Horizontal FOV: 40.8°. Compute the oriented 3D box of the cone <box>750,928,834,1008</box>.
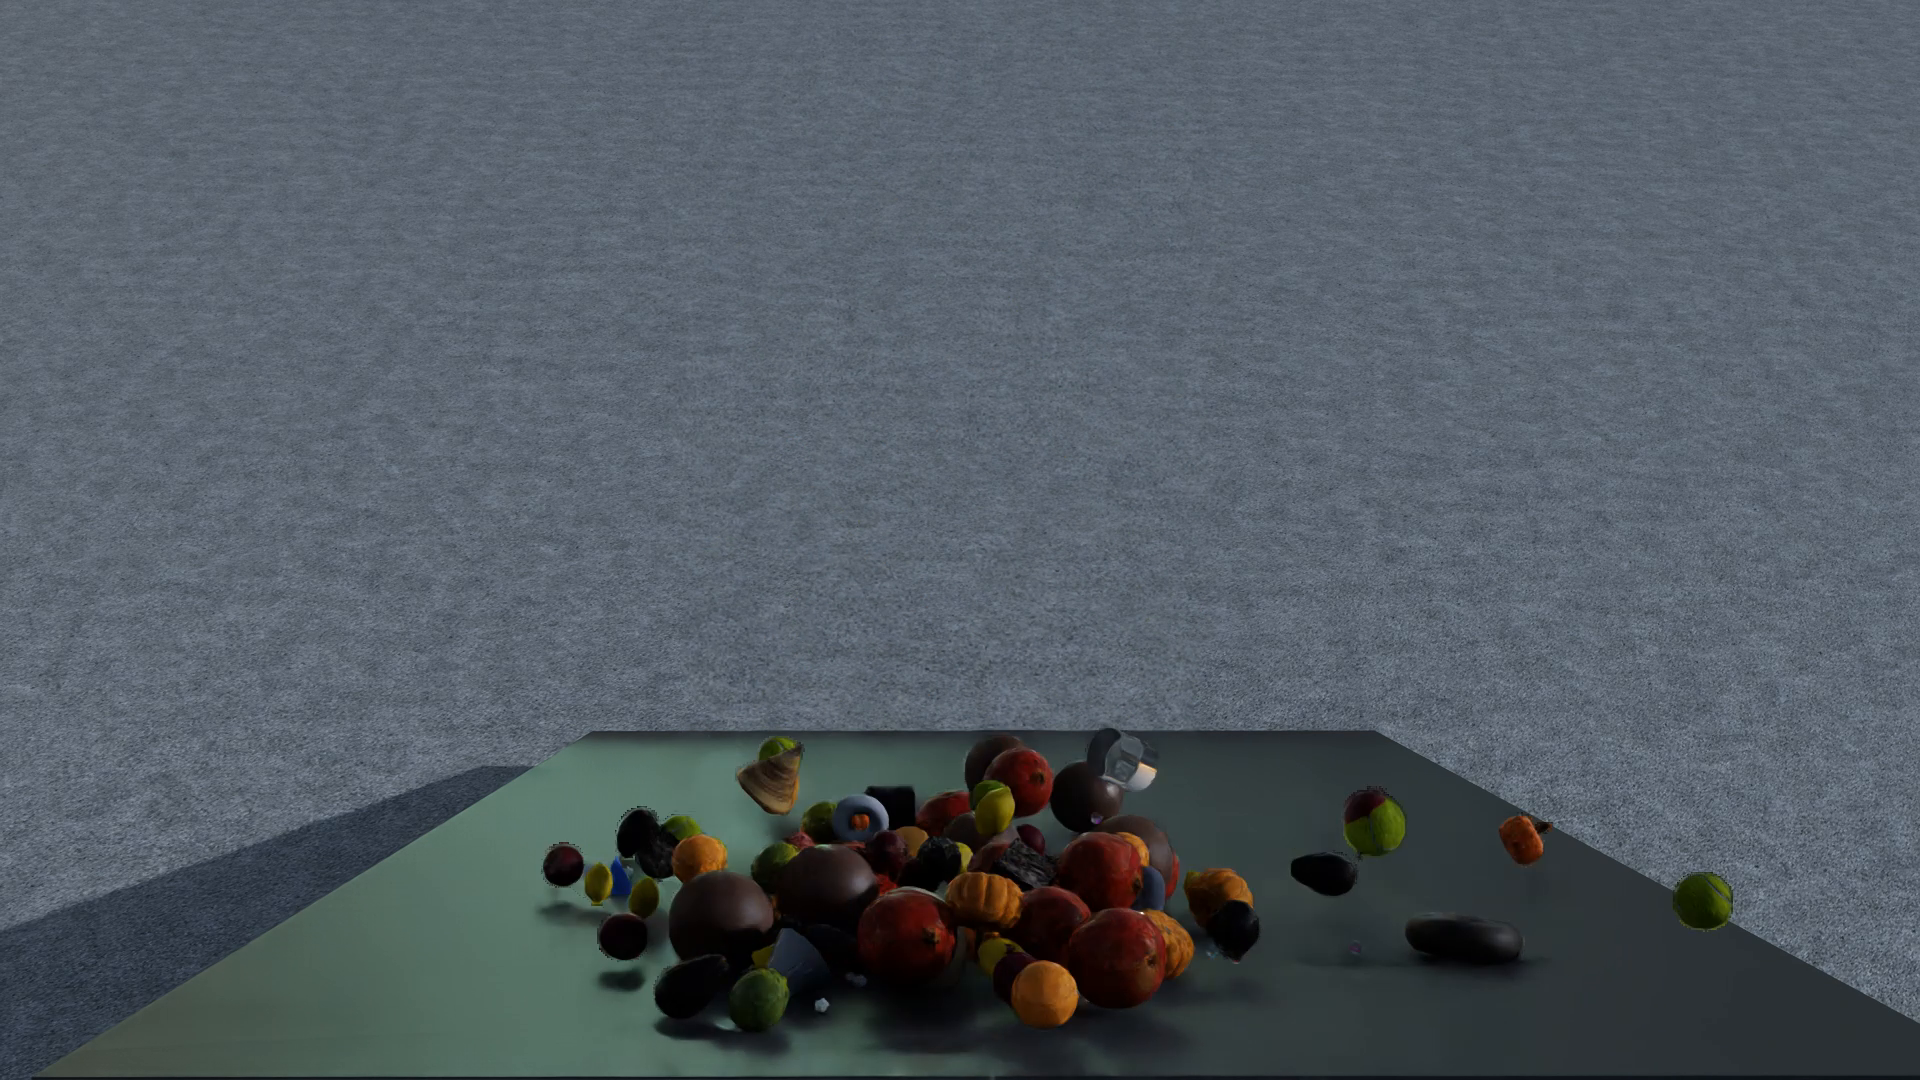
[{"bbox_3d":[-0.209,0.511,2.984,0.090,0.090,0.090,25,52,39],"label":"cone"}]

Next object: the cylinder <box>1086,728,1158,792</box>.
[{"bbox_3d":[0.244,0.330,3.878,0.077,0.077,0.077,26,12,-34],"label":"cylinder"}]

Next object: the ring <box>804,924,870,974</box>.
[{"bbox_3d":[-0.151,0.499,3.152,0.089,0.089,0.030,15,62,27],"label":"ring"}]

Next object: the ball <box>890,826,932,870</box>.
[{"bbox_3d":[-0.080,0.486,4.082,0.070,0.070,0.070,0,28,0],"label":"ball"}]

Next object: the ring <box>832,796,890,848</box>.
[{"bbox_3d":[-0.149,0.420,3.853,0.086,0.086,0.029,-1,16,-1],"label":"ring"}]

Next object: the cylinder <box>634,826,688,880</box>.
[{"bbox_3d":[-0.421,0.441,3.648,0.054,0.054,0.054,-45,44,-12],"label":"cylinder"}]

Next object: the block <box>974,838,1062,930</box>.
[{"bbox_3d":[0.071,0.429,3.220,0.068,0.068,0.068,34,30,11],"label":"block"}]

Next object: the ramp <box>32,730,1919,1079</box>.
[{"bbox_3d":[0.063,0.564,4.603,2.000,0.100,4.000,0,1,0],"label":"ramp"}]

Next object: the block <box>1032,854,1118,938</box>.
[{"bbox_3d":[0.144,0.471,3.422,0.082,0.082,0.082,26,4,23],"label":"block"}]

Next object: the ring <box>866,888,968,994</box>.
[{"bbox_3d":[-0.051,0.476,3.071,0.136,0.045,0.136,22,48,-27],"label":"ring"}]

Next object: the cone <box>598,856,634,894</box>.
[{"bbox_3d":[-0.511,0.497,3.847,0.054,0.054,0.054,0,1,0],"label":"cone"}]

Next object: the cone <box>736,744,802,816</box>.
[{"bbox_3d":[-0.239,0.308,3.486,0.090,0.090,0.090,37,14,-11],"label":"cone"}]

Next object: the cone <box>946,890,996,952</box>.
[{"bbox_3d":[0.016,0.512,3.347,0.083,0.083,0.083,31,39,27],"label":"cone"}]

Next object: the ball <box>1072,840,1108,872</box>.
[{"bbox_3d":[0.202,0.494,4.017,0.056,0.056,0.056,0,28,0],"label":"ball"}]

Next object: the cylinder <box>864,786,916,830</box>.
[{"bbox_3d":[-0.124,0.474,4.557,0.077,0.077,0.077,1,27,-13],"label":"cylinder"}]

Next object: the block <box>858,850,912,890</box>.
[{"bbox_3d":[-0.113,0.495,3.842,0.058,0.058,0.058,-1,1,-37],"label":"block"}]

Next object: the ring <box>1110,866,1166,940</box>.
[{"bbox_3d":[0.234,0.480,3.413,0.034,0.103,0.103,26,19,-23],"label":"ring"}]

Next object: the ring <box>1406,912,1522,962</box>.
[{"bbox_3d":[0.639,0.503,3.276,0.148,0.049,0.148,7,-3,0],"label":"ring"}]

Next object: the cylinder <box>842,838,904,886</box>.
[{"bbox_3d":[-0.131,0.489,3.933,0.068,0.068,0.068,-1,22,-43],"label":"cylinder"}]

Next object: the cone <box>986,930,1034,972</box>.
[{"bbox_3d":[0.055,0.518,3.186,0.056,0.056,0.056,-23,30,-2],"label":"cone"}]

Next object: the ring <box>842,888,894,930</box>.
[{"bbox_3d":[-0.097,0.506,3.526,0.131,0.044,0.131,3,4,0],"label":"ring"}]
